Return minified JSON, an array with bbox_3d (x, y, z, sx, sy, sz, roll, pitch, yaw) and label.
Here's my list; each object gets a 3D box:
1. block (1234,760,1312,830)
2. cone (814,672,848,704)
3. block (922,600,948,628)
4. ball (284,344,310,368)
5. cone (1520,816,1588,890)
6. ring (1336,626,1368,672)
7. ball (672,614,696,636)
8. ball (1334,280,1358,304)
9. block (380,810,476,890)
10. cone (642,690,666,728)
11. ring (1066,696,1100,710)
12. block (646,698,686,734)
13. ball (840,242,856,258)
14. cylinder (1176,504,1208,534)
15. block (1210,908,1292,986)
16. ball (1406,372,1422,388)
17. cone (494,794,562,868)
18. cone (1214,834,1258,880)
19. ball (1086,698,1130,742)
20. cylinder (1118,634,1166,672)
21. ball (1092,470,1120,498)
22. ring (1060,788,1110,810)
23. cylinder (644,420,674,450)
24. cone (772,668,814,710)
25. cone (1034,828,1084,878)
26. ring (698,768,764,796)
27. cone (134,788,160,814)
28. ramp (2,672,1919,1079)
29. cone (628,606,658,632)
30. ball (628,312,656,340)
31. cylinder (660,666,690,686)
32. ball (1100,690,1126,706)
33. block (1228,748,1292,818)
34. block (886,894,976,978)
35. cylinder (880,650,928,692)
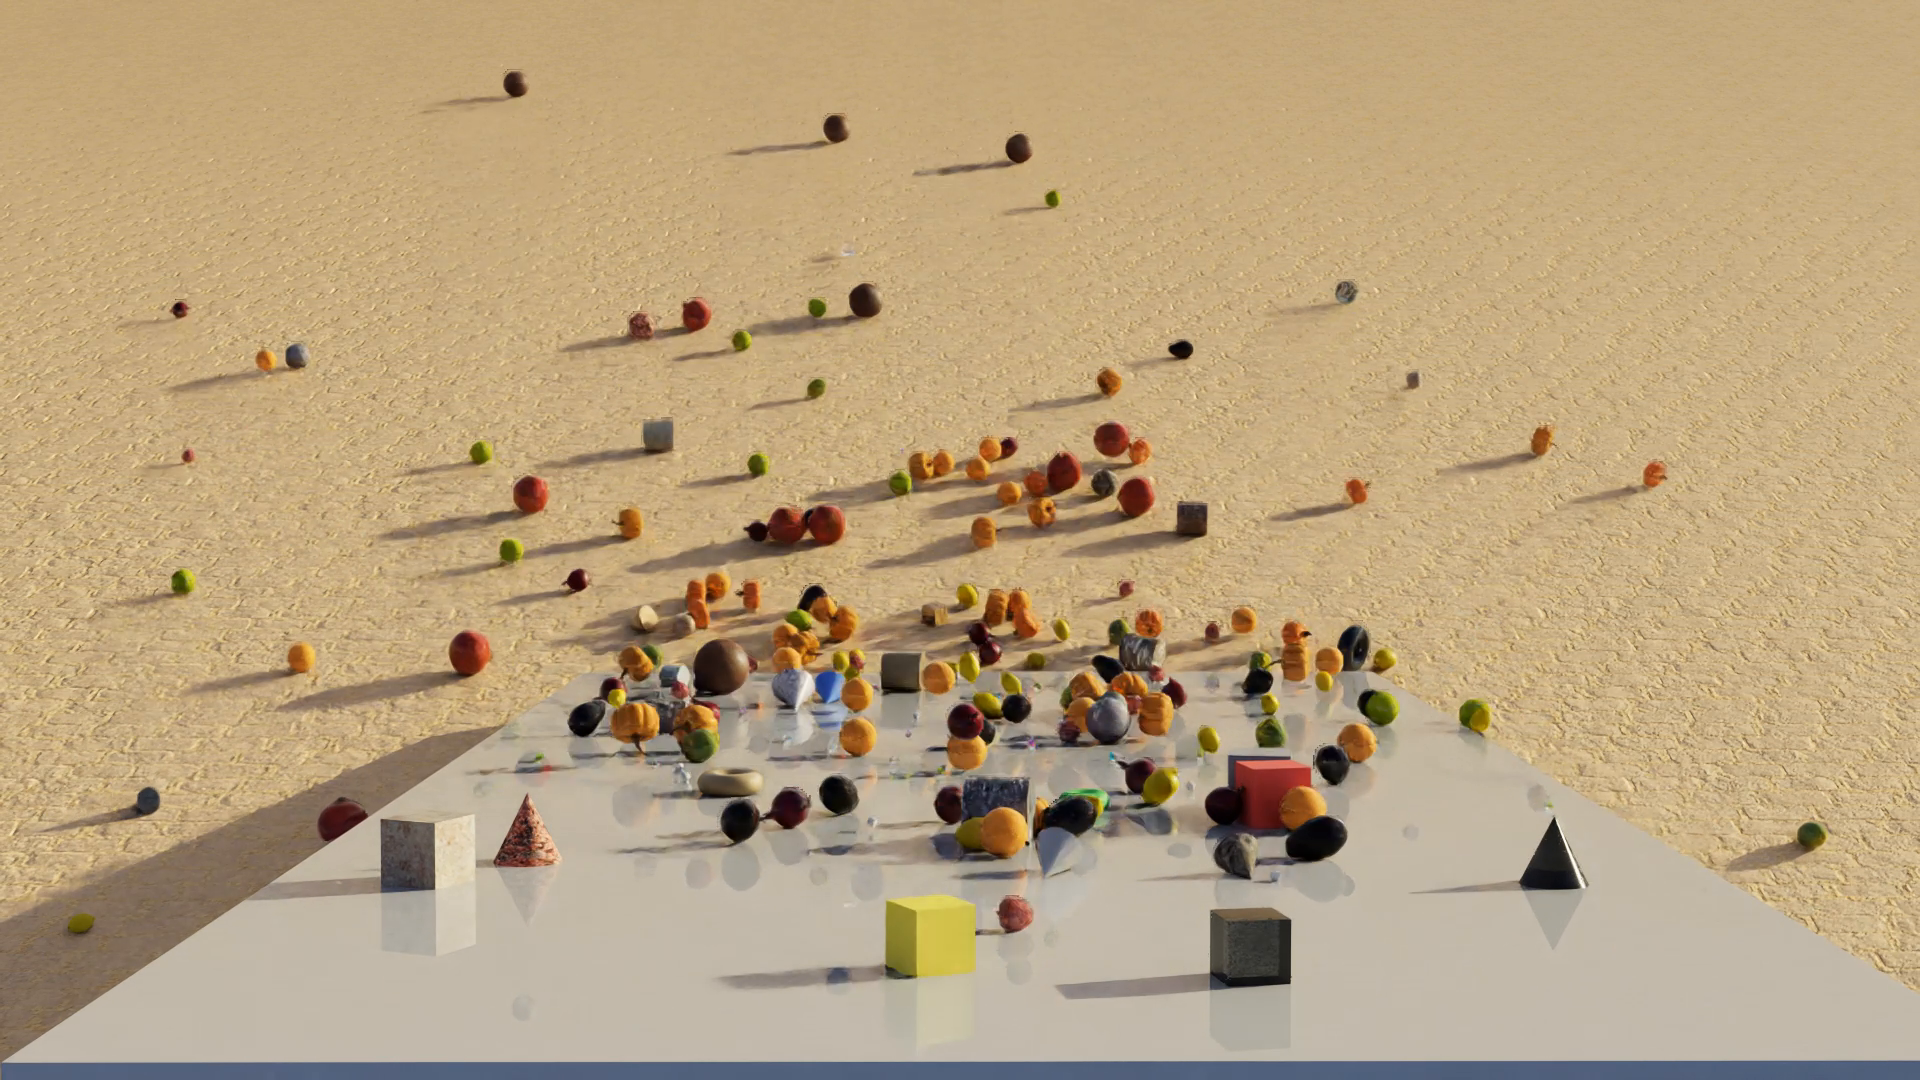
[{"bbox_3d":[0.491,0.399,4.045,0.094,0.094,0.094,-1,3,-12],"label":"block"},{"bbox_3d":[-0.297,0.350,5.824,0.077,0.077,0.077,2,29,5],"label":"cone"},{"bbox_3d":[-0.069,0.203,7.025,0.051,0.051,0.051,19,29,38],"label":"block"},{"bbox_3d":[-2.319,-0.644,9.002,0.087,0.087,0.087,0,23,0],"label":"ball"},{"bbox_3d":[0.812,0.423,3.516,0.094,0.094,0.094,0,3,0],"label":"cone"},{"bbox_3d":[1.015,0.283,6.649,0.044,0.131,0.131,14,26,34],"label":"ring"},{"bbox_3d":[-0.746,0.230,6.946,0.062,0.062,0.062,0,23,0],"label":"ball"},{"bbox_3d":[1.456,-0.933,9.689,0.090,0.090,0.090,0,23,0],"label":"ball"},{"bbox_3d":[-0.730,0.425,3.533,0.091,0.091,0.091,1,3,25],"label":"block"},{"bbox_3d":[-0.625,0.348,5.370,0.080,0.080,0.080,0,3,0],"label":"cone"},{"bbox_3d":[0.274,0.361,5.681,0.079,0.026,0.079,-1,3,0],"label":"ring"},{"bbox_3d":[-0.602,0.360,5.261,0.065,0.065,0.065,-1,3,-27],"label":"block"},{"bbox_3d":[-0.447,-1.157,10.264,0.060,0.060,0.060,0,23,0],"label":"ball"},{"bbox_3d":[0.686,-0.062,7.609,0.090,0.090,0.090,2,23,6],"label":"cylinder"},{"bbox_3d":[0.329,0.460,2.914,0.073,0.073,0.073,-1,3,-11],"label":"block"},{"bbox_3d":[1.557,-0.550,8.818,0.056,0.056,0.056,0,23,0],"label":"ball"},{"bbox_3d":[-0.622,0.413,3.702,0.099,0.099,0.099,0,3,0],"label":"cone"},{"bbox_3d":[0.394,0.453,3.574,0.065,0.065,0.065,-5,30,-11],"label":"cone"},{"bbox_3d":[0.293,0.356,5.081,0.089,0.089,0.089,0,23,0],"label":"ball"},{"bbox_3d":[0.477,0.299,6.737,0.095,0.095,0.095,10,25,24],"label":"cylinder"},{"bbox_3d":[0.446,-0.173,7.882,0.084,0.084,0.084,0,23,0],"label":"ball"},{"bbox_3d":[0.204,0.426,4.213,0.083,0.028,0.083,-1,4,0],"label":"ring"},{"bbox_3d":[-0.966,-0.337,8.261,0.093,0.093,0.093,-2,23,-5],"label":"cylinder"},{"bbox_3d":[-0.368,0.351,5.719,0.096,0.096,0.096,-3,29,-6],"label":"cone"},{"bbox_3d":[0.128,0.451,3.587,0.072,0.072,0.072,8,32,18],"label":"cone"},{"bbox_3d":[-0.391,0.413,4.386,0.114,0.038,0.114,-1,4,0],"label":"ring"},{"bbox_3d":[-1.929,0.619,6.062,0.061,0.061,0.061,-17,9,37],"label":"cone"},{"bbox_3d":[0.052,0.475,4.536,2.000,0.100,4.000,0,3,0],"label":"ramp"},{"bbox_3d":[-0.875,0.224,6.999,0.075,0.075,0.075,-19,13,28],"label":"cone"},{"bbox_3d":[-1.149,-0.773,9.301,0.095,0.095,0.095,0,23,0],"label":"ball"},{"bbox_3d":[-0.684,0.326,6.169,0.051,0.051,0.051,1,21,26],"label":"cylinder"},{"bbox_3d":[0.323,0.351,5.459,0.062,0.062,0.062,0,23,0],"label":"ball"},{"bbox_3d":[0.485,0.392,4.156,0.100,0.100,0.100,0,3,8],"label":"block"},{"bbox_3d":[-0.033,0.456,2.968,0.077,0.077,0.077,-1,3,-28],"label":"block"},{"bbox_3d":[-0.133,0.309,6.073,0.093,0.093,0.093,1,23,11],"label":"cylinder"}]
